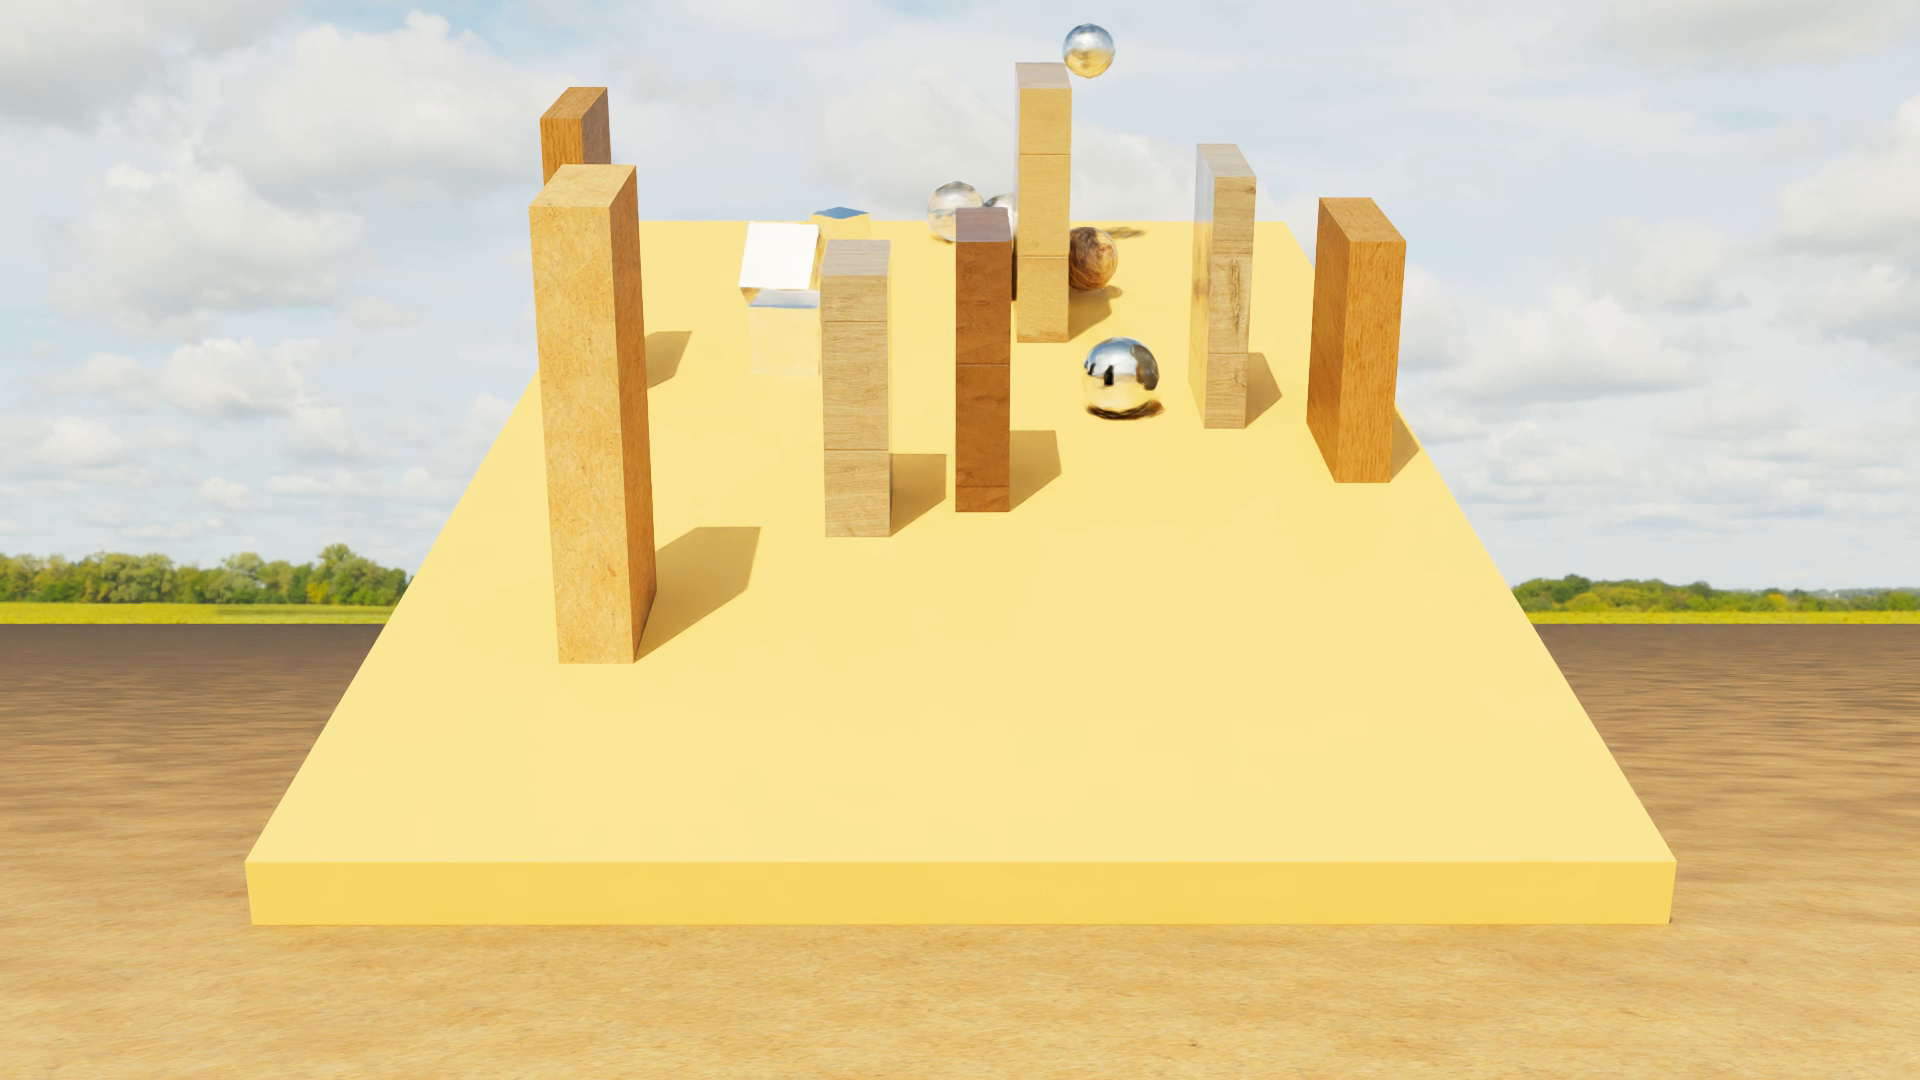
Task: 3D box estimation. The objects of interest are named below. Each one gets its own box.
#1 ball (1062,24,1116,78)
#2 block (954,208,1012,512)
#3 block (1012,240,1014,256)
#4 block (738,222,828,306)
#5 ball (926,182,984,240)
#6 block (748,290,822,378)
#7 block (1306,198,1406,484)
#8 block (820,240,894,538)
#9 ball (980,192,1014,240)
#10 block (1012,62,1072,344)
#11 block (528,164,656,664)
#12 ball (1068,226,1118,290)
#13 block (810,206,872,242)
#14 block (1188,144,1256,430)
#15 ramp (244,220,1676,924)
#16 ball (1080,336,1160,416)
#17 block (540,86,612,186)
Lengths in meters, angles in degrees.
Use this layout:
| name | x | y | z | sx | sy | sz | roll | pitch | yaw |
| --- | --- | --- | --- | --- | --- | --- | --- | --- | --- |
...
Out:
| name | x | y | z | sx | sy | sz | roll | pitch | yaw |
| --- | --- | --- | --- | --- | --- | --- | --- | --- | --- |
| ball | 0.358 | -1.361 | 6.340 | 0.149 | 0.149 | 0.149 | 0 | -2 | 0 |
| block | 0.044 | -0.362 | 4.550 | 0.107 | 0.547 | 0.294 | 0 | 21 | 0 |
| block | 0.158 | -0.717 | 6.073 | 0.131 | 0.131 | 0.131 | 2 | 21 | 5 |
| block | -0.442 | -0.685 | 5.809 | 0.181 | 0.181 | 0.181 | 4 | -19 | 11 |
| ball | -0.010 | -0.961 | 6.655 | 0.173 | 0.173 | 0.173 | 0 | -2 | 0 |
| block | -0.405 | -0.494 | 5.434 | 0.165 | 0.165 | 0.165 | 3 | 21 | 6 |
| block | 0.825 | -0.426 | 4.780 | 0.111 | 0.505 | 0.409 | 0 | 21 | 0 |
| block | -0.197 | -0.297 | 4.420 | 0.124 | 0.516 | 0.285 | 0 | 21 | 0 |
| ball | 0.135 | -0.844 | 6.206 | 0.203 | 0.203 | 0.203 | 0 | -2 | 0 |
| block | 0.203 | -0.853 | 5.731 | 0.126 | 0.628 | 0.400 | 0 | 21 | 0 |
| block | -0.609 | -0.213 | 3.832 | 0.125 | 0.776 | 0.327 | 0 | 21 | 0 |
| ball | 0.334 | -0.747 | 6.042 | 0.171 | 0.171 | 0.171 | 0 | -2 | 0 |
| block | -0.340 | -0.871 | 6.490 | 0.122 | 0.122 | 0.122 | 17 | 27 | 38 |
| block | 0.581 | -0.571 | 5.087 | 0.089 | 0.559 | 0.371 | 0 | 21 | 0 |
| ramp | -0.006 | -0.213 | 5.069 | 2.000 | 0.100 | 4.000 | 0 | 21 | 0 |
| ball | 0.357 | -0.367 | 5.088 | 0.176 | 0.176 | 0.176 | 0 | -2 | 0 |
| block | -0.857 | -0.665 | 5.183 | 0.088 | 0.661 | 0.403 | 0 | 21 | 0 |
